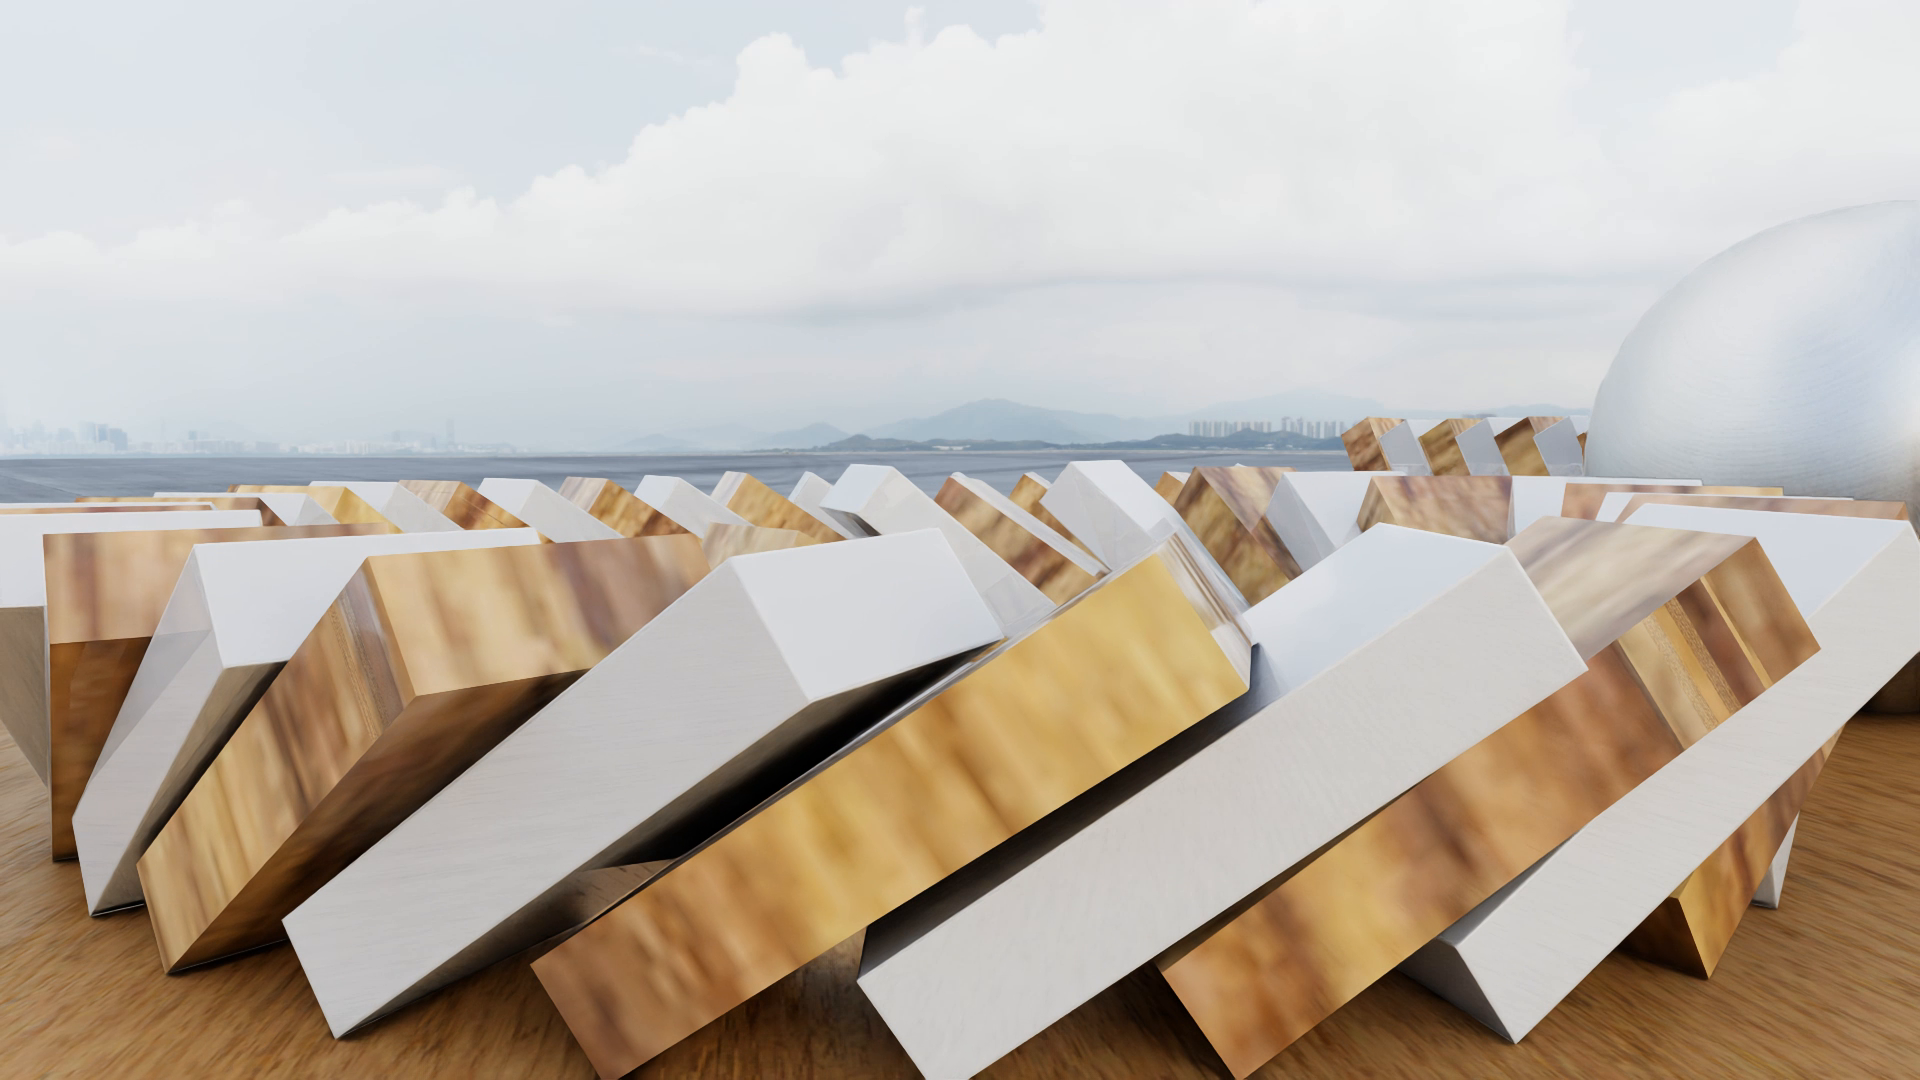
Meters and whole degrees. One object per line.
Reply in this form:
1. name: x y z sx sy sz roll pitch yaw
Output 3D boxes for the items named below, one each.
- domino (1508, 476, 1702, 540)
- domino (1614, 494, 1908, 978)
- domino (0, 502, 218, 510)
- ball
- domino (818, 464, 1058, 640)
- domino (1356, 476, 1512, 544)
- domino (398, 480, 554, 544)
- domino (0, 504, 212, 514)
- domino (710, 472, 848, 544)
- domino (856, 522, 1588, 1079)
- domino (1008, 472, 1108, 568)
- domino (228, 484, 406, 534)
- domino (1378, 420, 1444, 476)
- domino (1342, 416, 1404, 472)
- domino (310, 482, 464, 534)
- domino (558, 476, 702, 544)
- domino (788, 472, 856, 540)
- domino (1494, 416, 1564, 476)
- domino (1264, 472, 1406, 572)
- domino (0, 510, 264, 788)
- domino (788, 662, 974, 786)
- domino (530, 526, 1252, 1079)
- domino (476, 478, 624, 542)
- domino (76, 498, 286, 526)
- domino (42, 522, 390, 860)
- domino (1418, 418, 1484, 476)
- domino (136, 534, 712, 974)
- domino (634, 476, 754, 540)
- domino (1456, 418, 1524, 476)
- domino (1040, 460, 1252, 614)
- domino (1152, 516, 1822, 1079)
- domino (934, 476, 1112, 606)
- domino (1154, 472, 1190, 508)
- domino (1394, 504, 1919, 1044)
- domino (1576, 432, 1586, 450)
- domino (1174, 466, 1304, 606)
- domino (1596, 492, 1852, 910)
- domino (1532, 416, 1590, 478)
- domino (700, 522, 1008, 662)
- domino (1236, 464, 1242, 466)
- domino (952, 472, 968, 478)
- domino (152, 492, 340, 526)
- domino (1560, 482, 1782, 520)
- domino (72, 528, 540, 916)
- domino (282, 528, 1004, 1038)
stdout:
1. domino: 0.089 0.011 0.174 0.025 0.009 0.050 2 41 19
2. domino: 0.067 0.015 0.121 0.050 0.009 0.025 -43 26 -25
3. domino: -0.102 0.012 0.172 0.025 0.009 0.050 -1 -29 -3
4. ball: 0.144 -0.013 0.205 0.080 0.080 0.080 0 4 0
5. domino: 0.000 0.006 0.221 0.050 0.009 0.025 40 -10 -18
6. domino: 0.081 0.009 0.195 0.025 0.010 0.050 0 41 -6
7. domino: -0.092 0.005 0.266 0.025 0.009 0.050 3 -28 41
8. domino: -0.096 0.013 0.153 0.025 0.009 0.050 -2 -29 -12
9. domino: -0.037 0.001 0.319 0.050 0.010 0.025 34 -9 -20
10. domino: 0.017 0.017 0.095 0.050 0.009 0.025 -34 4 2
11. domino: 0.036 0.000 0.335 0.050 0.009 0.025 33 8 5
12. domino: -0.104 0.008 0.229 0.025 0.010 0.050 2 -29 20
13. domino: 0.122 -0.005 0.311 0.025 0.050 0.010 -3 -24 -32
14. domino: 0.115 -0.006 0.320 0.025 0.050 0.009 -1 -25 -31
15. domino: -0.100 0.006 0.248 0.025 0.010 0.050 2 -29 31
16. domino: -0.067 0.003 0.295 0.050 0.009 0.025 37 -18 -33
17. domino: -0.020 0.000 0.328 0.050 0.009 0.025 33 -3 -11
18. domino: 0.139 -0.003 0.284 0.025 0.050 0.010 -3 -23 -32
19. domino: 0.073 0.008 0.212 0.025 0.010 0.050 -1 41 -19
20. domino: -0.086 0.014 0.137 0.025 0.009 0.050 -2 -30 -23
21. domino: -0.004 0.025 0.170 0.025 0.009 0.050 1 4 8
22. domino: -0.003 0.018 0.092 0.050 0.009 0.025 -35 -4 13
23. domino: -0.080 0.004 0.281 0.025 0.009 0.050 4 -27 46
24. domino: -0.105 0.011 0.190 0.025 0.009 0.050 0 -29 3
25. domino: -0.072 0.016 0.123 0.025 0.009 0.050 -3 -28 -36
26. domino: 0.129 -0.004 0.303 0.025 0.050 0.009 -3 -24 -32
27. domino: -0.042 0.017 0.100 0.050 0.010 0.025 -39 -20 34
28. domino: -0.053 0.002 0.307 0.050 0.009 0.025 35 -14 -28
29. domino: 0.134 -0.004 0.293 0.025 0.050 0.010 -3 -23 -32
30. domino: 0.040 0.006 0.231 0.050 0.010 0.025 45 22 18
31. domino: 0.035 0.017 0.099 0.050 0.009 0.025 -35 8 -3
32. domino: 0.019 0.006 0.236 0.050 0.010 0.025 35 9 11
33. domino: 0.075 0.000 0.334 0.050 0.010 0.025 37 18 23
34. domino: 0.052 0.016 0.107 0.050 0.009 0.025 -37 15 -12
35. domino: 0.149 -0.002 0.264 0.025 0.050 0.009 -3 -23 -32
36. domino: 0.062 0.006 0.227 0.025 0.009 0.050 -2 42 -31
37. domino: 0.077 0.014 0.138 0.025 0.009 0.050 4 41 41
38. domino: 0.144 -0.002 0.274 0.025 0.050 0.009 -3 -23 -32
39. domino: -0.015 0.012 0.204 0.050 0.010 0.025 30 -16 -38
40. domino: 0.094 -0.001 0.335 0.025 0.010 0.050 12 24 -47
41. domino: 0.017 0.000 0.335 0.050 0.009 0.025 33 5 0
42. domino: -0.105 0.009 0.209 0.025 0.009 0.050 1 -29 9
43. domino: 0.085 0.012 0.155 0.025 0.009 0.050 3 41 30
44. domino: -0.057 0.016 0.111 0.025 0.010 0.050 -4 -28 -46
45. domino: -0.023 0.017 0.093 0.050 0.009 0.025 -36 -12 25
